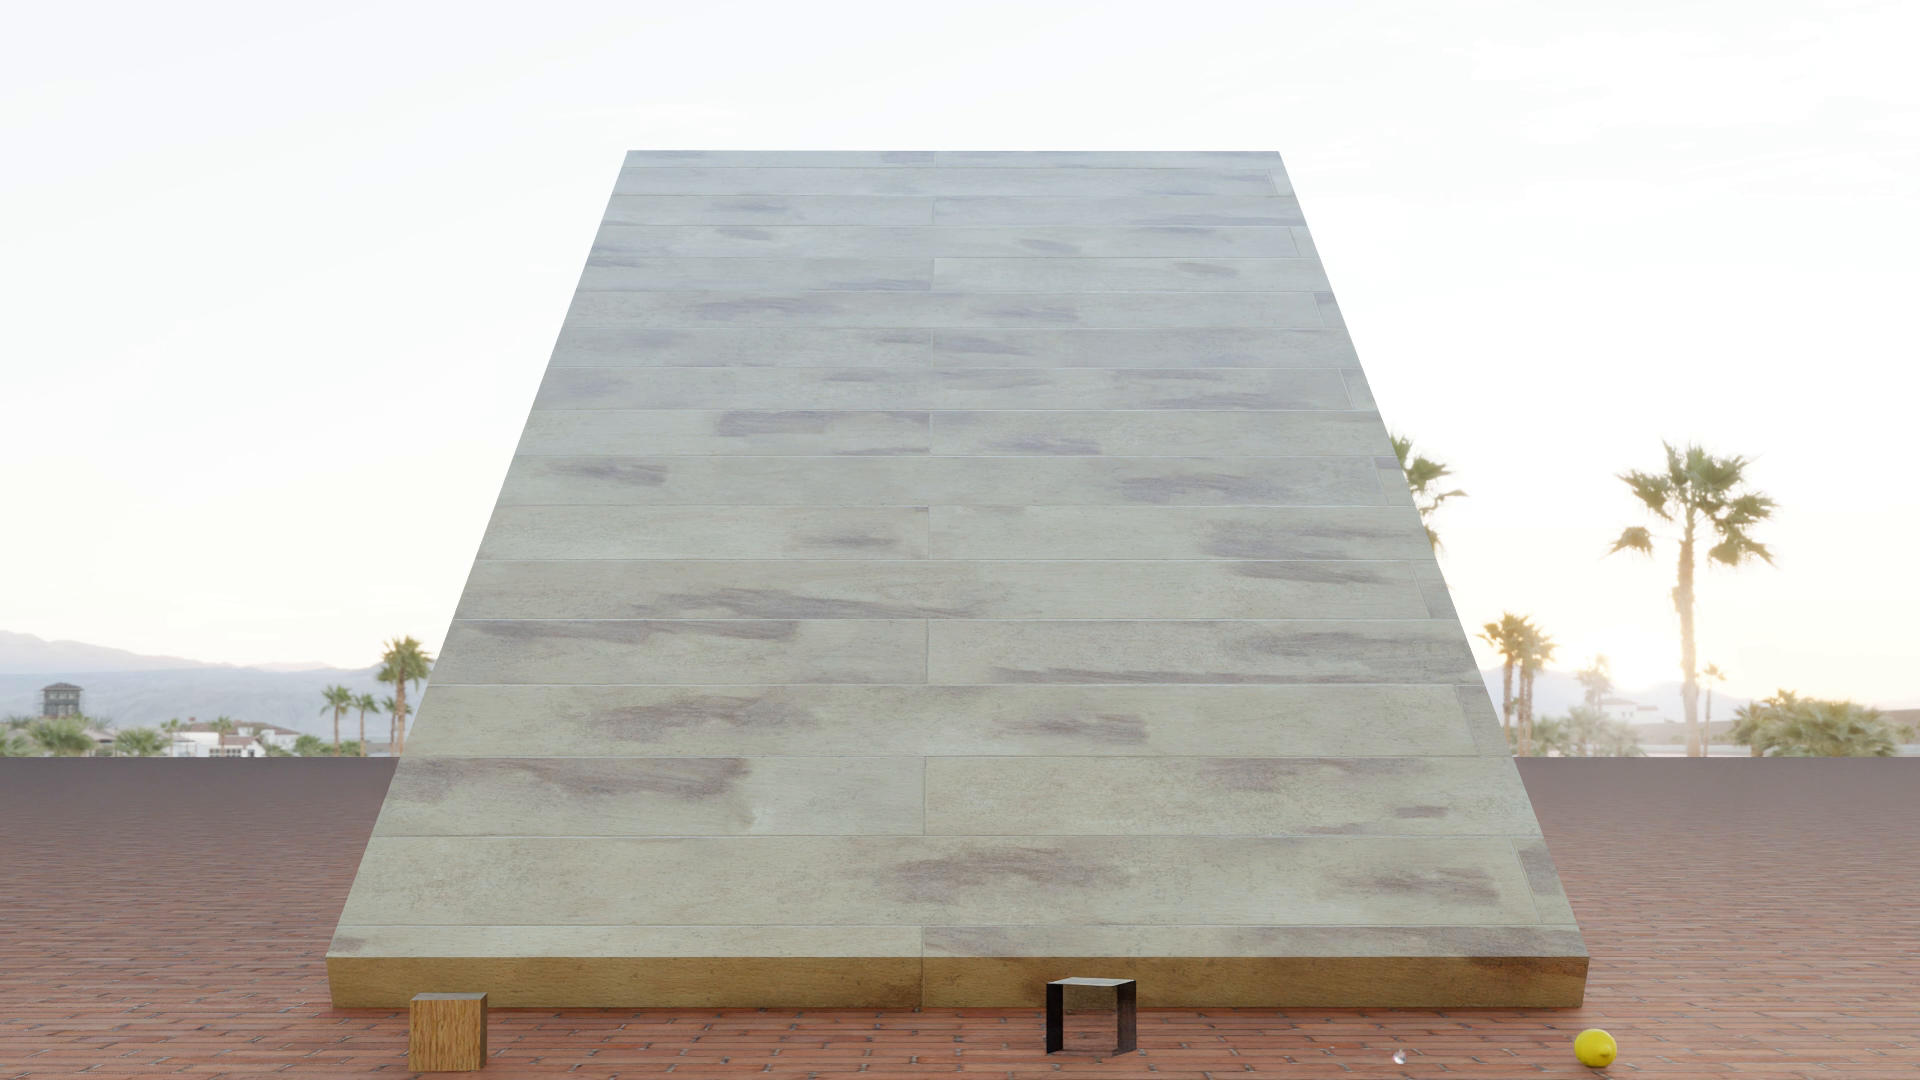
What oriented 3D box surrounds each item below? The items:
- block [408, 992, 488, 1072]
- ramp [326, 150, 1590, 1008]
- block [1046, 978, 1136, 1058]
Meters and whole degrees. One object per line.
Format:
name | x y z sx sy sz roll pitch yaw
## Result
block | -0.667 0.641 3.105 0.090 0.090 0.090 0 -5 -5
ramp | -0.011 -0.224 5.560 2.000 0.100 4.000 0 28 0
block | 0.180 0.651 3.250 0.095 0.095 0.095 -2 -6 24
